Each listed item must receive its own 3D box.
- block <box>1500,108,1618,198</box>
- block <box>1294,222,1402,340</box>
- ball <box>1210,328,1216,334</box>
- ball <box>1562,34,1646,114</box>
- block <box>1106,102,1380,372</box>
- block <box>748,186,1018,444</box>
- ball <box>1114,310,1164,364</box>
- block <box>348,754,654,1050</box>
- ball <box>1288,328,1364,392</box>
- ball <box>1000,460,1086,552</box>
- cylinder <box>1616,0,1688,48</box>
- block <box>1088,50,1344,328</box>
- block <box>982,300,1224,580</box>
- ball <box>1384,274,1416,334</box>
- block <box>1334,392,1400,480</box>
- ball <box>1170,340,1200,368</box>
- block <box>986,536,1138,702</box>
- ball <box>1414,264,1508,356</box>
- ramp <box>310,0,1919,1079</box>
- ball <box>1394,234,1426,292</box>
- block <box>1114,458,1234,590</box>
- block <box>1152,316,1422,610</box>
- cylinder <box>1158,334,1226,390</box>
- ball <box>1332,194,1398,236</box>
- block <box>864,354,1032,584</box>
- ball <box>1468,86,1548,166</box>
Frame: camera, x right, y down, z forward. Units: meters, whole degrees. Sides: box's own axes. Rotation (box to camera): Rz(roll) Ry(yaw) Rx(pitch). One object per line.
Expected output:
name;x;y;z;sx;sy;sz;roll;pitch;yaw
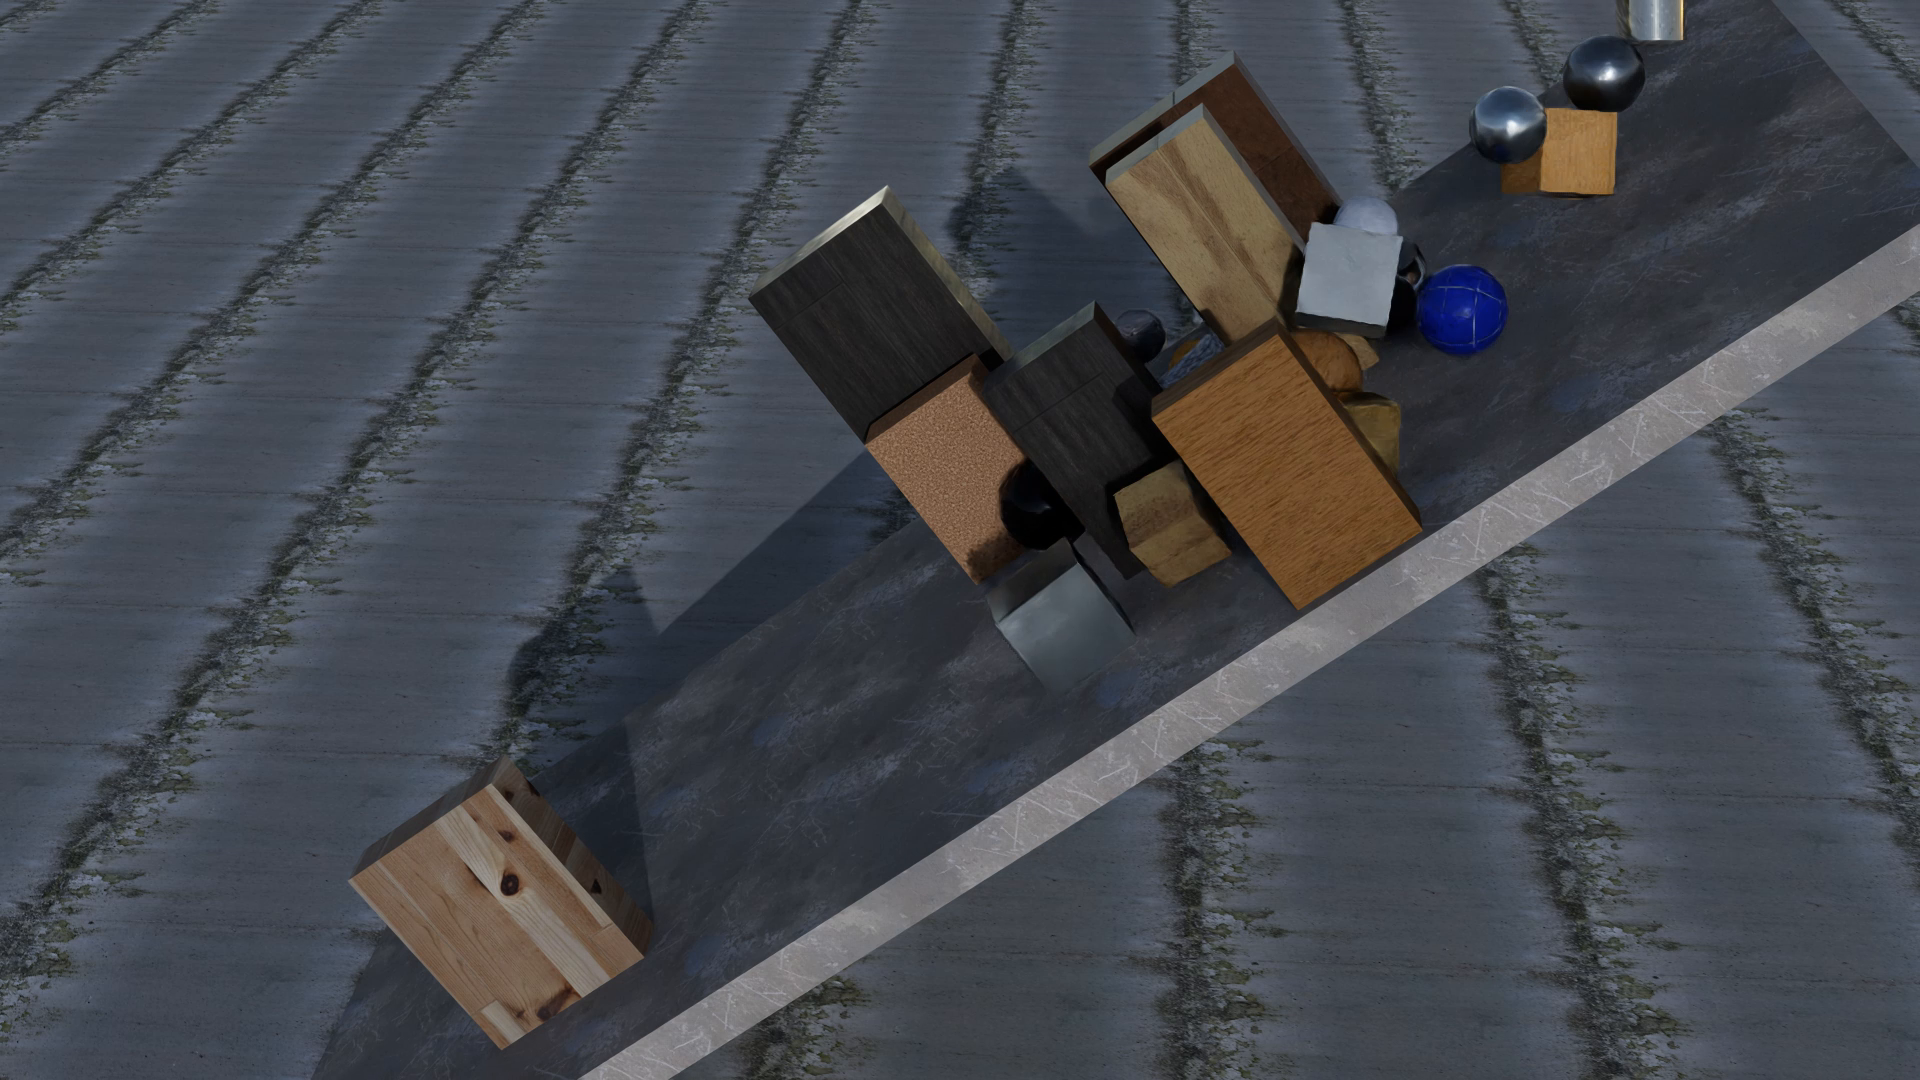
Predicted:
block;1.213;-0.783;5.962;0.165;0.165;0.165;1;4;-18
block;0.768;-0.512;5.833;0.180;0.180;0.180;10;-3;6
ball;0.636;-0.474;6.505;0.170;0.170;0.170;0;22;0
ball;1.309;-0.945;5.982;0.164;0.164;0.164;0;22;0
block;0.581;-0.564;6.034;0.241;0.628;0.122;-34;16;16
block;-0.084;-0.374;6.706;0.380;0.783;0.144;-34;16;16
ball;0.395;-0.453;6.550;0.123;0.123;0.123;0;22;0
block;-0.936;0.744;6.025;0.387;0.484;0.131;-34;16;16
ball;0.671;-0.304;5.661;0.209;0.209;0.209;0;22;0
ball;0.186;-0.075;6.348;0.200;0.200;0.200;0;22;0
cylinder;1.415;-1.088;6.021;0.141;0.141;0.141;-3;4;0
block;0.617;-0.805;6.853;0.408;0.512;0.142;-34;16;16
block;0.302;-0.197;5.886;0.272;0.489;0.118;-34;16;16
ball;0.879;-0.489;6.075;0.129;0.129;0.129;0;22;0
block;0.694;-0.178;5.326;0.156;0.156;0.156;-2;12;-11
ball;0.532;-0.383;6.566;0.131;0.131;0.131;0;22;0
block;0.196;0.150;5.692;0.197;0.197;0.197;-37;16;5
ball;0.966;-0.443;5.668;0.178;0.178;0.178;0;22;0
ramp;0.130;0.178;6.319;4.000;0.100;2.000;-34;16;16
ball;0.909;-0.573;6.181;0.137;0.137;0.137;0;22;0
block;0.409;-0.032;5.636;0.149;0.149;0.149;-29;46;16
block;0.575;-0.133;5.172;0.265;0.446;0.103;-34;16;16
cylinder;0.532;-0.333;6.366;0.160;0.160;0.160;-44;40;-17
ball;0.907;-0.698;6.582;0.147;0.147;0.147;0;22;0
block;0.034;-0.156;6.525;0.293;0.409;0.129;-34;16;16
ball;1.060;-0.801;5.688;0.152;0.152;0.152;0;22;0
